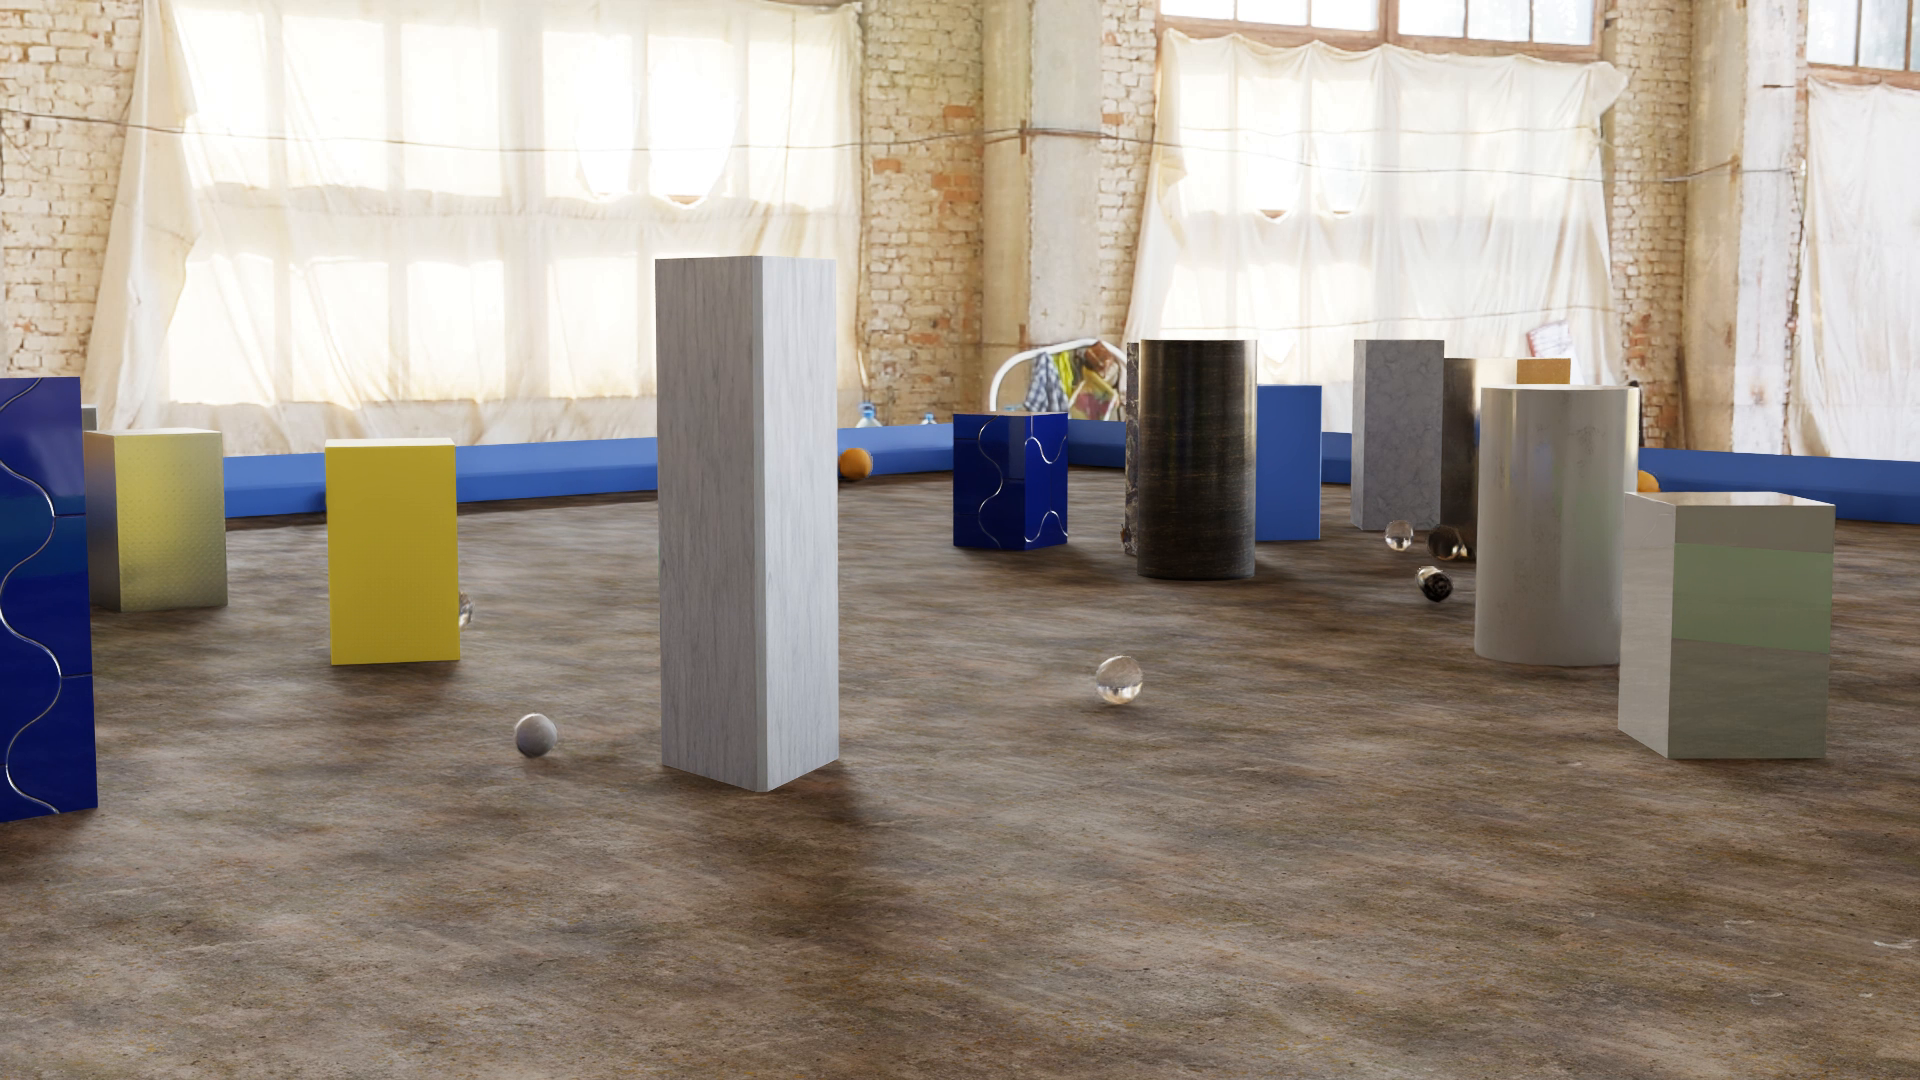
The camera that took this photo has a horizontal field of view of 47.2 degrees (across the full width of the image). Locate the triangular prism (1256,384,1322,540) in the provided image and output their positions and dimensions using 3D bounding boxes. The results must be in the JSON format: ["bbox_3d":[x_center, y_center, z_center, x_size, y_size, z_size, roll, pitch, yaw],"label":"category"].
[{"bbox_3d":[0.604,-0.157,4.338,0.172,0.300,0.149,-1,6,-12],"label":"triangular prism"}]

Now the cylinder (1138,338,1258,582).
[{"bbox_3d":[0.400,-0.140,3.710,0.198,0.397,0.198,0,6,0],"label":"cylinder"}]

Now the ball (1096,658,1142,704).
[{"bbox_3d":[0.180,0.160,2.496,0.053,0.053,0.053,0,6,0],"label":"ball"}]

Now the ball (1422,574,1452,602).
[{"bbox_3d":[0.732,0.073,3.374,0.044,0.044,0.044,0,6,0],"label":"ball"}]

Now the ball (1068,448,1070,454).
[{"bbox_3d":[0.270,-0.258,6.327,0.089,0.089,0.089,0,6,0],"label":"ball"}]

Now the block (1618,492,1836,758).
[{"bbox_3d":[0.784,0.084,2.260,0.159,0.254,0.159,0,6,-1],"label":"block"}]

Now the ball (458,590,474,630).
[{"bbox_3d":[-0.706,0.097,3.048,0.063,0.063,0.063,0,6,0],"label":"ball"}]

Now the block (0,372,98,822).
[{"bbox_3d":[-0.888,0.048,1.960,0.159,0.387,0.159,-6,8,-44],"label":"block"}]

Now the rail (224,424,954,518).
[{"bbox_3d":[-1.419,-0.126,4.862,4.684,0.129,0.045,-5,8,-42],"label":"rail"}]

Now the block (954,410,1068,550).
[{"bbox_3d":[0.097,-0.116,4.187,0.159,0.251,0.159,4,7,32],"label":"block"}]

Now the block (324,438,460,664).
[{"bbox_3d":[-0.737,0.011,2.855,0.159,0.275,0.159,-2,6,-15],"label":"block"}]

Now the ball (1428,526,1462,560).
[{"bbox_3d":[0.868,0.005,3.936,0.062,0.062,0.062,0,6,0],"label":"ball"}]

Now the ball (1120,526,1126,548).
[{"bbox_3d":[0.325,-0.007,4.091,0.054,0.054,0.054,0,6,0],"label":"ball"}]

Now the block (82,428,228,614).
[{"bbox_3d":[-1.223,-0.034,3.342,0.159,0.262,0.159,-5,7,-37],"label":"block"}]

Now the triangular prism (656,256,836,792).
[{"bbox_3d":[-0.181,-0.024,2.128,0.149,0.494,0.172,-5,8,-40],"label":"triangular prism"}]

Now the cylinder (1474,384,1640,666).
[{"bbox_3d":[0.771,-0.024,2.843,0.198,0.347,0.198,0,6,0],"label":"cylinder"}]

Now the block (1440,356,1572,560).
[{"bbox_3d":[0.981,-0.147,3.959,0.159,0.360,0.159,-5,8,-39],"label":"block"}]

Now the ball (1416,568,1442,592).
[{"bbox_3d":[0.743,0.064,3.475,0.041,0.041,0.041,0,6,0],"label":"ball"}]

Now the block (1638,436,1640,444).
[{"bbox_3d":[0.891,-0.030,3.266,0.159,0.271,0.159,-1,6,-13],"label":"block"}]

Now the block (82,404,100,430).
[{"bbox_3d":[-1.513,-0.078,3.655,0.159,0.287,0.159,-2,6,-20],"label":"block"}]

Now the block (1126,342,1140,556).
[{"bbox_3d":[0.412,-0.165,3.998,0.159,0.387,0.159,-3,7,-29],"label":"block"}]

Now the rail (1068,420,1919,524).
[{"bbox_3d":[1.704,-0.130,4.895,0.045,0.129,4.233,-5,8,-42],"label":"rail"}]

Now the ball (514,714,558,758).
[{"bbox_3d":[-0.425,0.196,2.201,0.043,0.043,0.043,0,6,0],"label":"ball"}]

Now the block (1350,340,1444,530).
[{"bbox_3d":[0.901,-0.220,4.540,0.159,0.385,0.159,0,6,1],"label":"block"}]

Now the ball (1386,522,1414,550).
[{"bbox_3d":[0.819,-0.007,4.097,0.052,0.052,0.052,0,6,0],"label":"ball"}]

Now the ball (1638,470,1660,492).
[{"bbox_3d":[1.479,-0.105,4.808,0.099,0.099,0.099,0,6,0],"label":"ball"}]

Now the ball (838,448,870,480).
[{"bbox_3d":[-0.278,-0.199,5.779,0.086,0.086,0.086,0,6,0],"label":"ball"}]
